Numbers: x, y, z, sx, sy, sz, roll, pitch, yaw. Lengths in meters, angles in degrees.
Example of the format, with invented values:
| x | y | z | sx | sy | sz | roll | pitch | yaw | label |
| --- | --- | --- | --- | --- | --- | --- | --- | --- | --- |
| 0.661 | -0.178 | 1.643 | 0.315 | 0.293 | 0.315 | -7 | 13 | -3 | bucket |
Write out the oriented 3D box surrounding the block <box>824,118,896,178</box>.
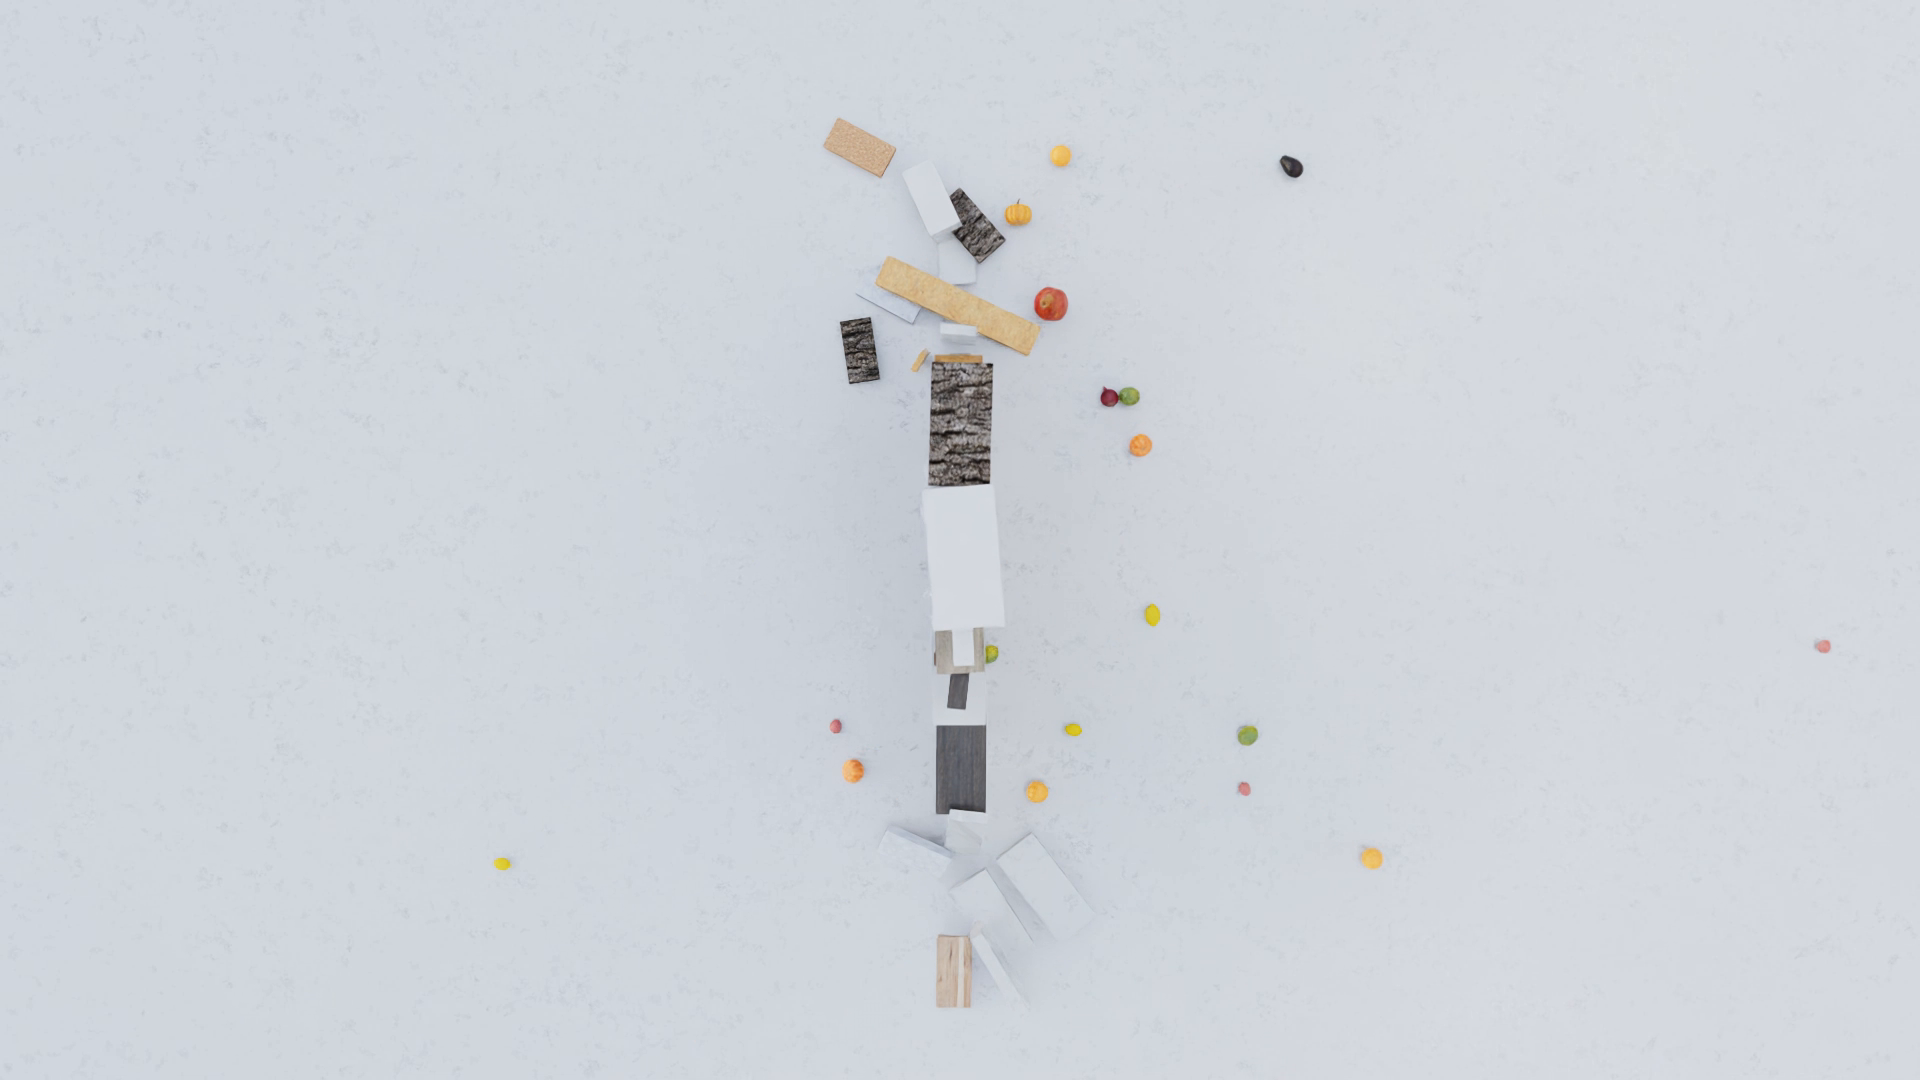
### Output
| x | y | z | sx | sy | sz | roll | pitch | yaw | label |
| --- | --- | --- | --- | --- | --- | --- | --- | --- | --- |
| -0.333 | -1.304 | 5.485 | 0.218 | 0.031 | 0.109 | 28 | 90 | 0 | block |

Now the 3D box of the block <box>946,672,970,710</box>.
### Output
| x | y | z | sx | sy | sz | roll | pitch | yaw | label |
| --- | --- | --- | --- | --- | --- | --- | --- | --- | --- |
| -0.005 | 0.437 | 4.800 | 0.055 | 0.016 | 0.110 | 6 | 90 | 0 | block |

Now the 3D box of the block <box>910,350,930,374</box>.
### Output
| x | y | z | sx | sy | sz | roll | pitch | yaw | label |
| --- | --- | --- | --- | --- | --- | --- | --- | --- | --- |
| -0.130 | -0.590 | 5.426 | 0.019 | 0.135 | 0.068 | 32 | 103 | -1 | block |

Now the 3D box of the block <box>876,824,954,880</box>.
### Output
| x | y | z | sx | sy | sz | roll | pitch | yaw | label |
| --- | --- | --- | --- | --- | --- | --- | --- | --- | --- |
| -0.149 | 1.031 | 5.451 | 0.233 | 0.033 | 0.117 | 24 | 129 | 0 | block |

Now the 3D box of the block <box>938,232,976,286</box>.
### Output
| x | y | z | sx | sy | sz | roll | pitch | yaw | label |
| --- | --- | --- | --- | --- | --- | --- | --- | --- | --- |
| -0.014 | -0.964 | 5.484 | 0.115 | 0.033 | 0.230 | -5 | 90 | 0 | block |

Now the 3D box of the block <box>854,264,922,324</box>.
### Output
| x | y | z | sx | sy | sz | roll | pitch | yaw | label |
| --- | --- | --- | --- | --- | --- | --- | --- | --- | --- |
| -0.229 | -0.817 | 5.485 | 0.218 | 0.031 | 0.109 | 28 | 90 | 0 | block |

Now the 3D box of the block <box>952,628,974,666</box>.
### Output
| x | y | z | sx | sy | sz | roll | pitch | yaw | label |
| --- | --- | --- | --- | --- | --- | --- | --- | --- | --- |
| 0.009 | 0.285 | 4.488 | 0.056 | 0.016 | 0.112 | -3 | 90 | 0 | block |

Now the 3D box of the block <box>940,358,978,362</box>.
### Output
| x | y | z | sx | sy | sz | roll | pitch | yaw | label |
| --- | --- | --- | --- | --- | --- | --- | --- | --- | --- |
| -0.001 | -0.457 | 4.482 | 0.104 | 0.207 | 0.029 | 1 | 107 | 0 | block |

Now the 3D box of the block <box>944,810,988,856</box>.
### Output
| x | y | z | sx | sy | sz | roll | pitch | yaw | label |
| --- | --- | --- | --- | --- | --- | --- | --- | --- | --- |
| 0.016 | 0.940 | 5.283 | 0.117 | 0.458 | 0.033 | 6 | 67 | 0 | block |

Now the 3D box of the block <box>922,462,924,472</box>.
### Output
| x | y | z | sx | sy | sz | roll | pitch | yaw | label |
| --- | --- | --- | --- | --- | --- | --- | --- | --- | --- |
| -0.016 | -0.189 | 4.666 | 0.170 | 0.339 | 0.048 | -1 | 90 | 0 | block |

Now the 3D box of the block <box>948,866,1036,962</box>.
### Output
| x | y | z | sx | sy | sz | roll | pitch | yaw | label |
| --- | --- | --- | --- | --- | --- | --- | --- | --- | --- |
| 0.103 | 1.258 | 5.478 | 0.152 | 0.043 | 0.304 | -33 | 90 | 0 | block |

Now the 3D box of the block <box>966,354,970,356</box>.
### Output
| x | y | z | sx | sy | sz | roll | pitch | yaw | label |
| --- | --- | --- | --- | --- | --- | --- | --- | --- | --- |
| 0.001 | -0.585 | 5.355 | 0.068 | 0.292 | 0.019 | 0 | 101 | 0 | block |

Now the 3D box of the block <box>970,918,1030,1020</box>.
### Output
| x | y | z | sx | sy | sz | roll | pitch | yaw | label |
| --- | --- | --- | --- | --- | --- | --- | --- | --- | --- |
| 0.133 | 1.398 | 5.378 | 0.043 | 0.152 | 0.304 | -31 | 93 | 4 | block |

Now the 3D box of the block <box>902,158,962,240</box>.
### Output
| x | y | z | sx | sy | sz | roll | pitch | yaw | label |
| --- | --- | --- | --- | --- | --- | --- | --- | --- | --- |
| -0.093 | -1.123 | 5.431 | 0.109 | 0.031 | 0.267 | -25 | 69 | 6 | block |

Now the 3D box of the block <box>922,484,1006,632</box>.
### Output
| x | y | z | sx | sy | sz | roll | pitch | yaw | label |
| --- | --- | --- | --- | --- | --- | --- | --- | --- | --- |
| 0.010 | 0.043 | 4.074 | 0.174 | 0.049 | 0.348 | -5 | 90 | 0 | block |

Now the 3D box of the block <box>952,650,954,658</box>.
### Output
| x | y | z | sx | sy | sz | roll | pitch | yaw | label |
| --- | --- | --- | --- | --- | --- | --- | --- | --- | --- |
| 0.009 | 0.319 | 4.552 | 0.056 | 0.112 | 0.016 | -4 | 95 | 0 | block |

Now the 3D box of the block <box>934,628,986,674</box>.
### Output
| x | y | z | sx | sy | sz | roll | pitch | yaw | label |
| --- | --- | --- | --- | --- | --- | --- | --- | --- | --- |
| -0.004 | 0.237 | 4.627 | 0.135 | 0.038 | 0.271 | -3 | 90 | 0 | block |

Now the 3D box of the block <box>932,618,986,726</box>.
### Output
| x | y | z | sx | sy | sz | roll | pitch | yaw | label |
| --- | --- | --- | --- | --- | --- | --- | --- | --- | --- |
| -0.004 | 0.392 | 4.940 | 0.160 | 0.045 | 0.320 | 0 | 90 | 0 | block |

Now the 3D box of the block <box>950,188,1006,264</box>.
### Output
| x | y | z | sx | sy | sz | roll | pitch | yaw | label |
| --- | --- | --- | --- | --- | --- | --- | --- | --- | --- |
| 0.033 | -1.039 | 5.451 | 0.115 | 0.033 | 0.230 | -41 | 90 | 0 | block |

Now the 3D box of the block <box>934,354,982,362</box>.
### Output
| x | y | z | sx | sy | sz | roll | pitch | yaw | label |
| --- | --- | --- | --- | --- | --- | --- | --- | --- | --- |
| -0.004 | -0.380 | 4.604 | 0.134 | 0.038 | 0.268 | 0 | 90 | 0 | block |

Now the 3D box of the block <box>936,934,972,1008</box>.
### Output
| x | y | z | sx | sy | sz | roll | pitch | yaw | label |
| --- | --- | --- | --- | --- | --- | --- | --- | --- | --- |
| -0.019 | 1.434 | 5.483 | 0.117 | 0.033 | 0.233 | 1 | 90 | 0 | block |

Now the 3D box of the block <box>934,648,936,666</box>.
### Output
| x | y | z | sx | sy | sz | roll | pitch | yaw | label |
| --- | --- | --- | --- | --- | --- | --- | --- | --- | --- |
| -0.006 | 0.335 | 4.782 | 0.135 | 0.271 | 0.038 | 0 | 90 | 0 | block |

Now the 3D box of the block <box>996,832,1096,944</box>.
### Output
| x | y | z | sx | sy | sz | roll | pitch | yaw | label |
| --- | --- | --- | --- | --- | --- | --- | --- | --- | --- |
| 0.285 | 1.153 | 5.478 | 0.152 | 0.043 | 0.347 | -38 | 90 | 0 | block |

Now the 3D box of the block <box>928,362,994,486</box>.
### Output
| x | y | z | sx | sy | sz | roll | pitch | yaw | label |
| --- | --- | --- | --- | --- | --- | --- | --- | --- | --- |
| 0.002 | -0.288 | 4.119 | 0.153 | 0.043 | 0.307 | 2 | 90 | 0 | block |

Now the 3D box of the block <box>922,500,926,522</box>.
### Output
| x | y | z | sx | sy | sz | roll | pitch | yaw | label |
| --- | --- | --- | --- | --- | --- | --- | --- | --- | --- |
| -0.009 | -0.075 | 4.274 | 0.174 | 0.348 | 0.049 | -1 | 90 | 0 | block |

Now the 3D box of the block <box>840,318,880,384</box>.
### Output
| x | y | z | sx | sy | sz | roll | pitch | yaw | label |
| --- | --- | --- | --- | --- | --- | --- | --- | --- | --- |
| -0.333 | -0.630 | 5.485 | 0.104 | 0.029 | 0.207 | -9 | 90 | 0 | block |

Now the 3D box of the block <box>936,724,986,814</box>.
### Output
| x | y | z | sx | sy | sz | roll | pitch | yaw | label |
| --- | --- | --- | --- | --- | --- | --- | --- | --- | --- |
| 0.004 | 0.699 | 5.163 | 0.157 | 0.044 | 0.313 | 0 | 90 | 0 | block |

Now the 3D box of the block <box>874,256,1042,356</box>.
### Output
| x | y | z | sx | sy | sz | roll | pitch | yaw | label |
| --- | --- | --- | --- | --- | --- | --- | --- | --- | --- |
| -0.005 | -0.775 | 5.458 | 0.561 | 0.029 | 0.103 | 24 | 90 | -6 | block |

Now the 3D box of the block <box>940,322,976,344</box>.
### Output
| x | y | z | sx | sy | sz | roll | pitch | yaw | label |
| --- | --- | --- | --- | --- | --- | --- | --- | --- | --- |
| -0.005 | -0.674 | 5.385 | 0.115 | 0.230 | 0.033 | 6 | 91 | 0 | block |

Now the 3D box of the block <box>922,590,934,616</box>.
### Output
| x | y | z | sx | sy | sz | roll | pitch | yaw | label |
| --- | --- | --- | --- | --- | --- | --- | --- | --- | --- |
| -0.006 | 0.160 | 4.354 | 0.174 | 0.509 | 0.049 | -3 | 90 | 0 | block |

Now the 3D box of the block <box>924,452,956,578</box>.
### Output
| x | y | z | sx | sy | sz | roll | pitch | yaw | label |
| --- | --- | --- | --- | --- | --- | --- | --- | --- | --- |
| -0.007 | -0.071 | 4.472 | 0.170 | 0.048 | 0.339 | -2 | 90 | 0 | block |
